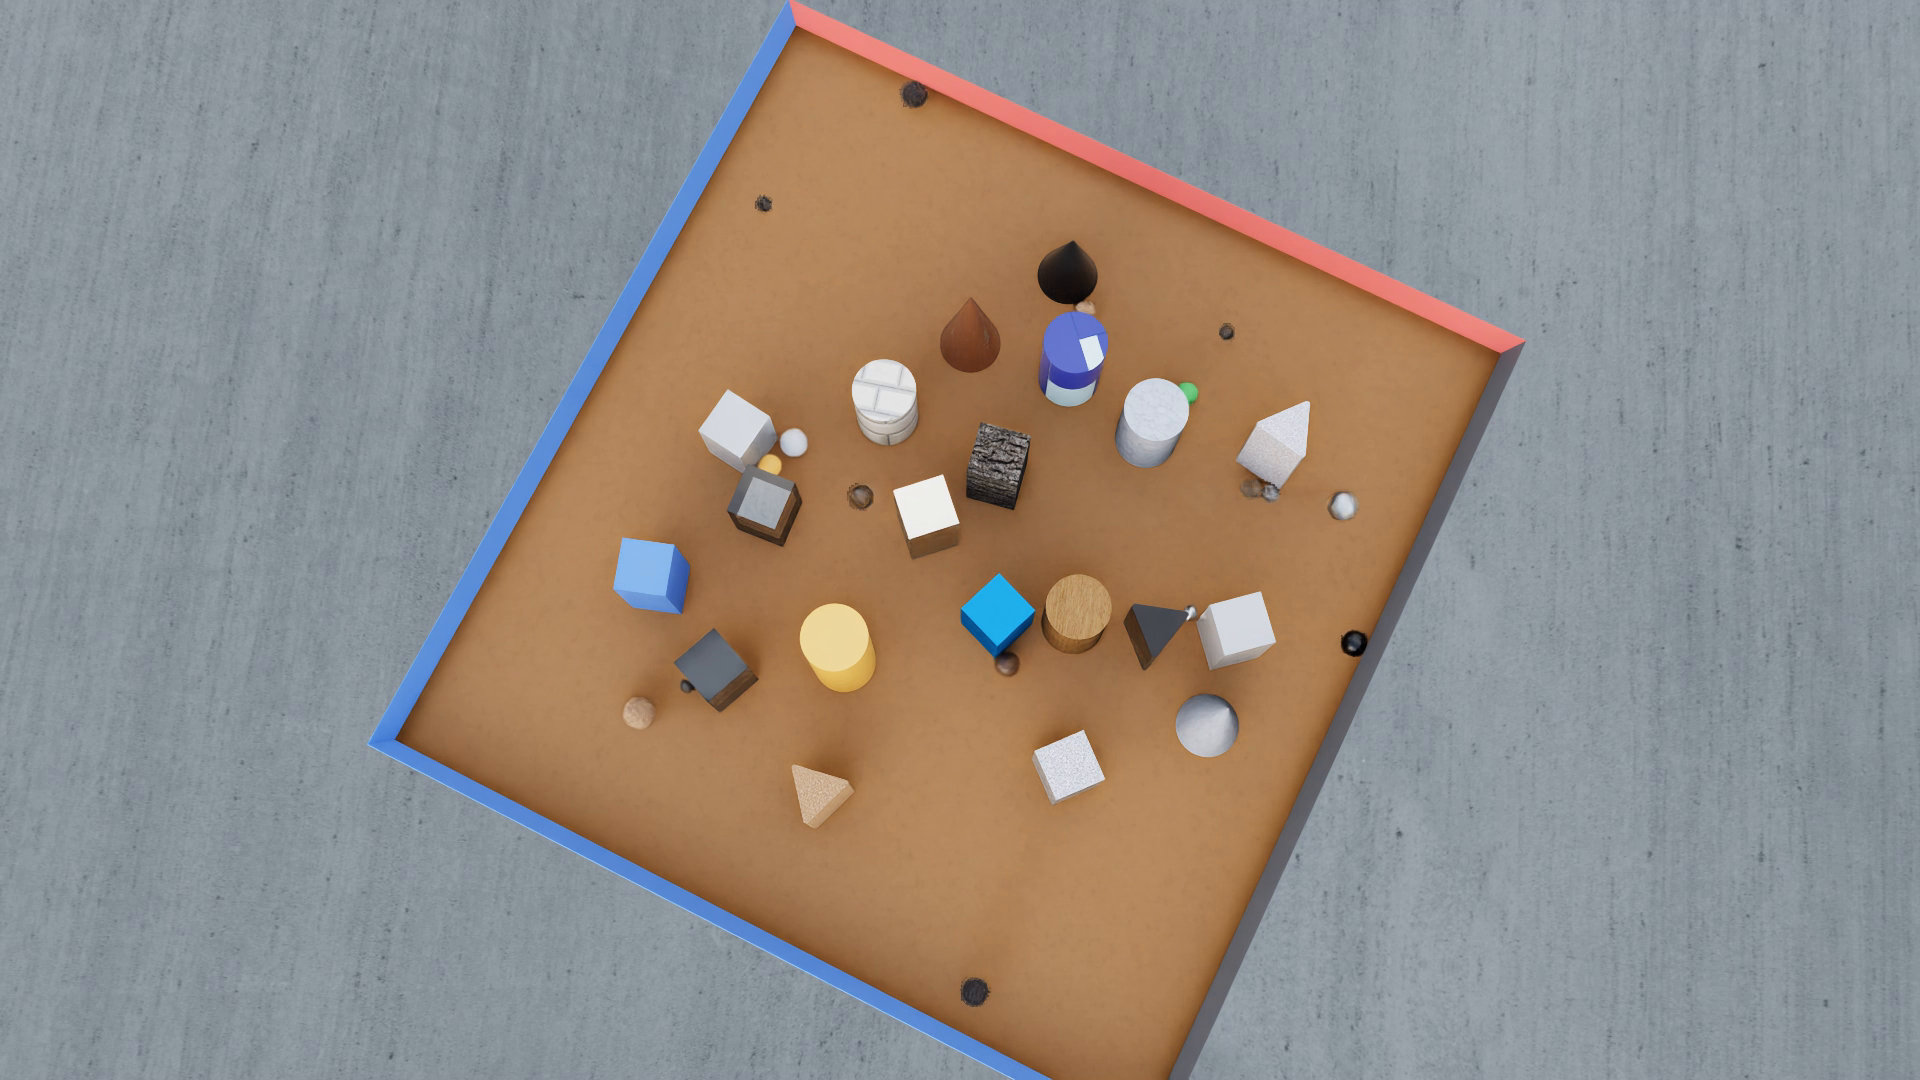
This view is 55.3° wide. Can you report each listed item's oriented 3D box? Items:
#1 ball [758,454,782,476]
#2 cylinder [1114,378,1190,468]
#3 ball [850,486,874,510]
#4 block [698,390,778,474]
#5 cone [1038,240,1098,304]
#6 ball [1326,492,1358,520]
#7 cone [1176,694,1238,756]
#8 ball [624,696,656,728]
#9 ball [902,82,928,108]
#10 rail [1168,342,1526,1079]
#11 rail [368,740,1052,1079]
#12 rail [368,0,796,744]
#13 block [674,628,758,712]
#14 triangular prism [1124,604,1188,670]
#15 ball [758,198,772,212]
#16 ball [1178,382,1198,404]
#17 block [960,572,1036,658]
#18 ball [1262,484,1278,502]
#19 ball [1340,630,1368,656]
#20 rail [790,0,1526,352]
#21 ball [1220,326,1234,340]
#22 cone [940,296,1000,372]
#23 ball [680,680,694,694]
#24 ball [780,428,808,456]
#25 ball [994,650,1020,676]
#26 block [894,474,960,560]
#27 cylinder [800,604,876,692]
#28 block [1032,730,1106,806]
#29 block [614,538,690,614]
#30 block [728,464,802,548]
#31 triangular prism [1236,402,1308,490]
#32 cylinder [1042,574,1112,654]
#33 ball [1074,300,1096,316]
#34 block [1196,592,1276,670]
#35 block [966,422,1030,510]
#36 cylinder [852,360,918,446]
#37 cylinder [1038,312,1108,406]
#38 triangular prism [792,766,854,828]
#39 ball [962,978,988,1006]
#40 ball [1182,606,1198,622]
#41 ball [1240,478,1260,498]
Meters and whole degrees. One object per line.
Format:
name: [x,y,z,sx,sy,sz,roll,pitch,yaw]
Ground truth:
ball: [-0.584,-0.226,5.627,0.072,0.072,0.072,0,78,0]
cylinder: [0.575,-0.349,5.522,0.190,0.326,0.190,0,78,0]
ball: [-0.300,-0.131,5.606,0.074,0.074,0.074,0,78,0]
block: [-0.669,-0.319,5.551,0.152,0.257,0.152,33,80,6]
cone: [0.340,-0.867,5.638,0.190,0.309,0.190,0,78,0]
ball: [1.166,-0.104,5.592,0.090,0.090,0.090,0,78,0]
cone: [0.742,0.511,5.280,0.190,0.452,0.190,0,78,0]
ball: [-0.956,0.515,5.461,0.095,0.095,0.095,0,78,0]
ball: [-0.145,-1.426,5.870,0.081,0.081,0.081,0,78,0]
rail: [1.122,0.556,5.437,0.045,0.124,2.660,26,80,5]
rail: [-0.584,1.151,5.314,2.556,0.124,0.045,26,80,5]
rail: [-1.122,-0.543,5.665,0.045,0.124,2.660,26,80,5]
block: [-0.714,0.386,5.393,0.152,0.282,0.152,-41,81,-8]
triangular prism: [0.553,0.259,5.417,0.143,0.286,0.165,38,81,7]
ball: [-0.620,-1.063,5.813,0.045,0.045,0.045,0,78,0]
ball: [0.701,-0.453,5.674,0.070,0.070,0.070,0,78,0]
block: [0.111,0.228,5.435,0.152,0.264,0.152,-43,81,-8]
ball: [0.951,-0.144,5.620,0.051,0.051,0.051,0,78,0]
ball: [1.186,0.312,5.512,0.078,0.078,0.078,0,78,0]
rail: [0.584,-1.138,5.788,2.556,0.124,0.045,26,80,5]
ball: [0.833,-0.647,5.728,0.044,0.044,0.044,0,78,0]
cone: [0.032,-0.661,5.528,0.190,0.441,0.190,0,78,0]
ball: [-0.818,0.439,5.504,0.042,0.042,0.042,0,78,0]
ball: [-0.510,-0.300,5.634,0.087,0.087,0.087,0,78,0]
ball: [0.143,0.371,5.501,0.076,0.076,0.076,0,78,0]
block: [-0.098,-0.064,5.468,0.152,0.317,0.152,-18,79,-4]
cylinder: [-0.349,0.318,5.309,0.190,0.473,0.190,0,78,0]
block: [0.314,0.667,5.351,0.152,0.250,0.152,-23,79,-5]
block: [-0.910,0.110,5.430,0.152,0.321,0.152,8,78,2]
block: [-0.584,-0.101,5.503,0.152,0.263,0.152,21,79,4]
triangular prism: [0.961,-0.300,5.467,0.165,0.414,0.143,36,81,7]
cylinder: [0.342,0.222,5.418,0.190,0.298,0.190,0,78,0]
ball: [0.392,-0.717,5.732,0.065,0.065,0.065,0,78,0]
block: [0.809,0.271,5.398,0.152,0.319,0.152,-15,79,-3]
block: [0.113,-0.218,5.487,0.152,0.341,0.152,15,79,3]
cylinder: [-0.224,-0.415,5.556,0.190,0.286,0.190,0,78,0]
cylinder: [0.340,-0.544,5.547,0.190,0.355,0.190,0,78,0]
triangular prism: [-0.422,0.718,5.303,0.165,0.322,0.143,-43,82,-8]
ball: [0.045,1.307,5.307,0.076,0.076,0.076,0,78,0]
ball: [0.696,0.222,5.547,0.047,0.047,0.047,0,78,0]
ball: [0.892,-0.158,5.618,0.061,0.061,0.061,0,78,0]
